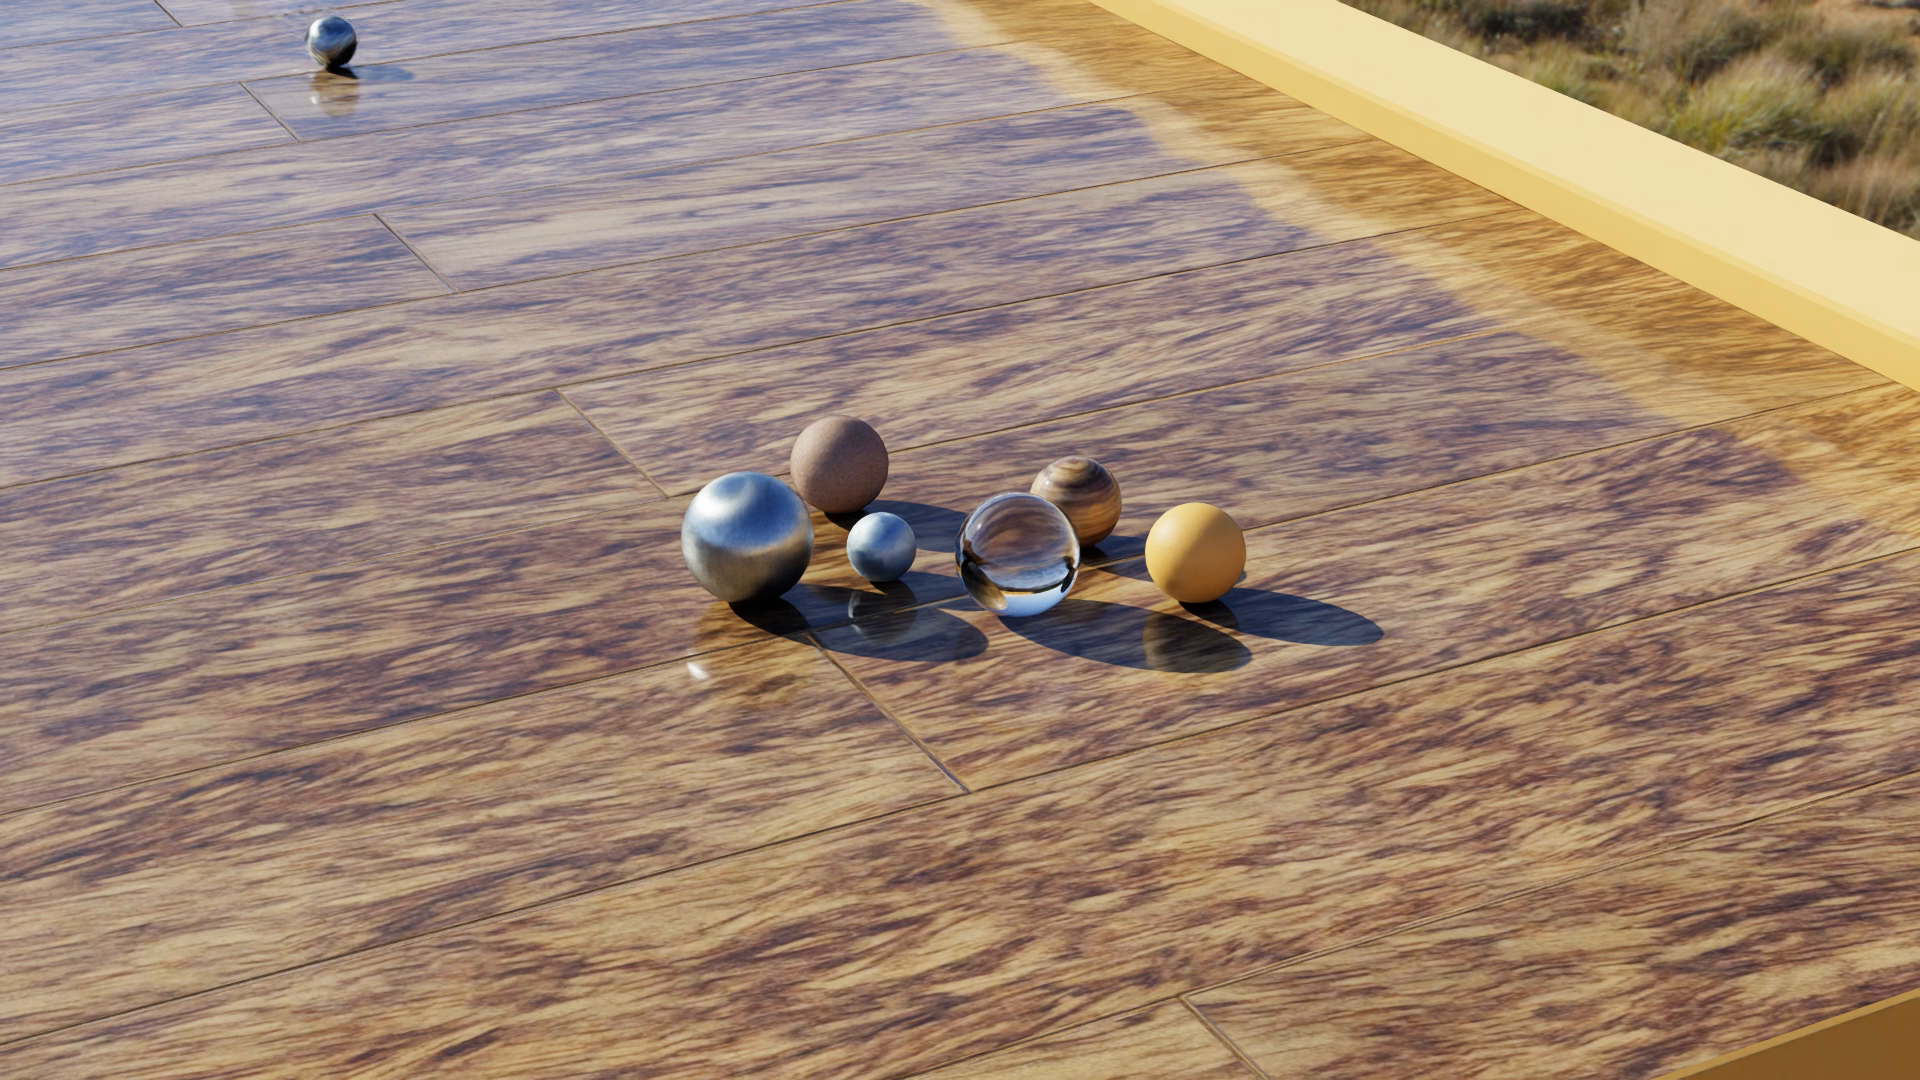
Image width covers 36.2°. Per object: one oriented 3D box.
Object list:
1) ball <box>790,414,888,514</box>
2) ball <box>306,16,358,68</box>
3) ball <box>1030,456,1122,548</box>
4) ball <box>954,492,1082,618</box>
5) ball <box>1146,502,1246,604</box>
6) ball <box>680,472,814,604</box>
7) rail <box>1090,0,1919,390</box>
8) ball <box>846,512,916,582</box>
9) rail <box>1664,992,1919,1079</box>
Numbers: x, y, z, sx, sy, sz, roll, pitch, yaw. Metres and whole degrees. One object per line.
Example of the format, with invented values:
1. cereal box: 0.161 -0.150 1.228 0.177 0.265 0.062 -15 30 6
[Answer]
1. ball: -0.090 -0.056 2.201 0.074 0.074 0.074 0 25 0
2. ball: -0.701 -0.556 3.281 0.057 0.057 0.057 0 25 0
3. ball: 0.084 -0.027 2.147 0.068 0.068 0.068 0 25 0
4. ball: 0.040 0.010 2.043 0.088 0.088 0.088 0 25 0
5. ball: 0.166 0.009 2.066 0.071 0.071 0.071 0 25 0
6. ball: -0.149 -0.001 2.062 0.094 0.094 0.094 0 25 0
7. rail: 0.376 -0.502 3.089 0.045 0.122 3.315 -12 28 -24
8. ball: -0.056 0.005 2.099 0.050 0.050 0.050 0 25 0
9. rail: 0.368 0.283 1.424 1.747 0.122 0.045 -12 28 -24
